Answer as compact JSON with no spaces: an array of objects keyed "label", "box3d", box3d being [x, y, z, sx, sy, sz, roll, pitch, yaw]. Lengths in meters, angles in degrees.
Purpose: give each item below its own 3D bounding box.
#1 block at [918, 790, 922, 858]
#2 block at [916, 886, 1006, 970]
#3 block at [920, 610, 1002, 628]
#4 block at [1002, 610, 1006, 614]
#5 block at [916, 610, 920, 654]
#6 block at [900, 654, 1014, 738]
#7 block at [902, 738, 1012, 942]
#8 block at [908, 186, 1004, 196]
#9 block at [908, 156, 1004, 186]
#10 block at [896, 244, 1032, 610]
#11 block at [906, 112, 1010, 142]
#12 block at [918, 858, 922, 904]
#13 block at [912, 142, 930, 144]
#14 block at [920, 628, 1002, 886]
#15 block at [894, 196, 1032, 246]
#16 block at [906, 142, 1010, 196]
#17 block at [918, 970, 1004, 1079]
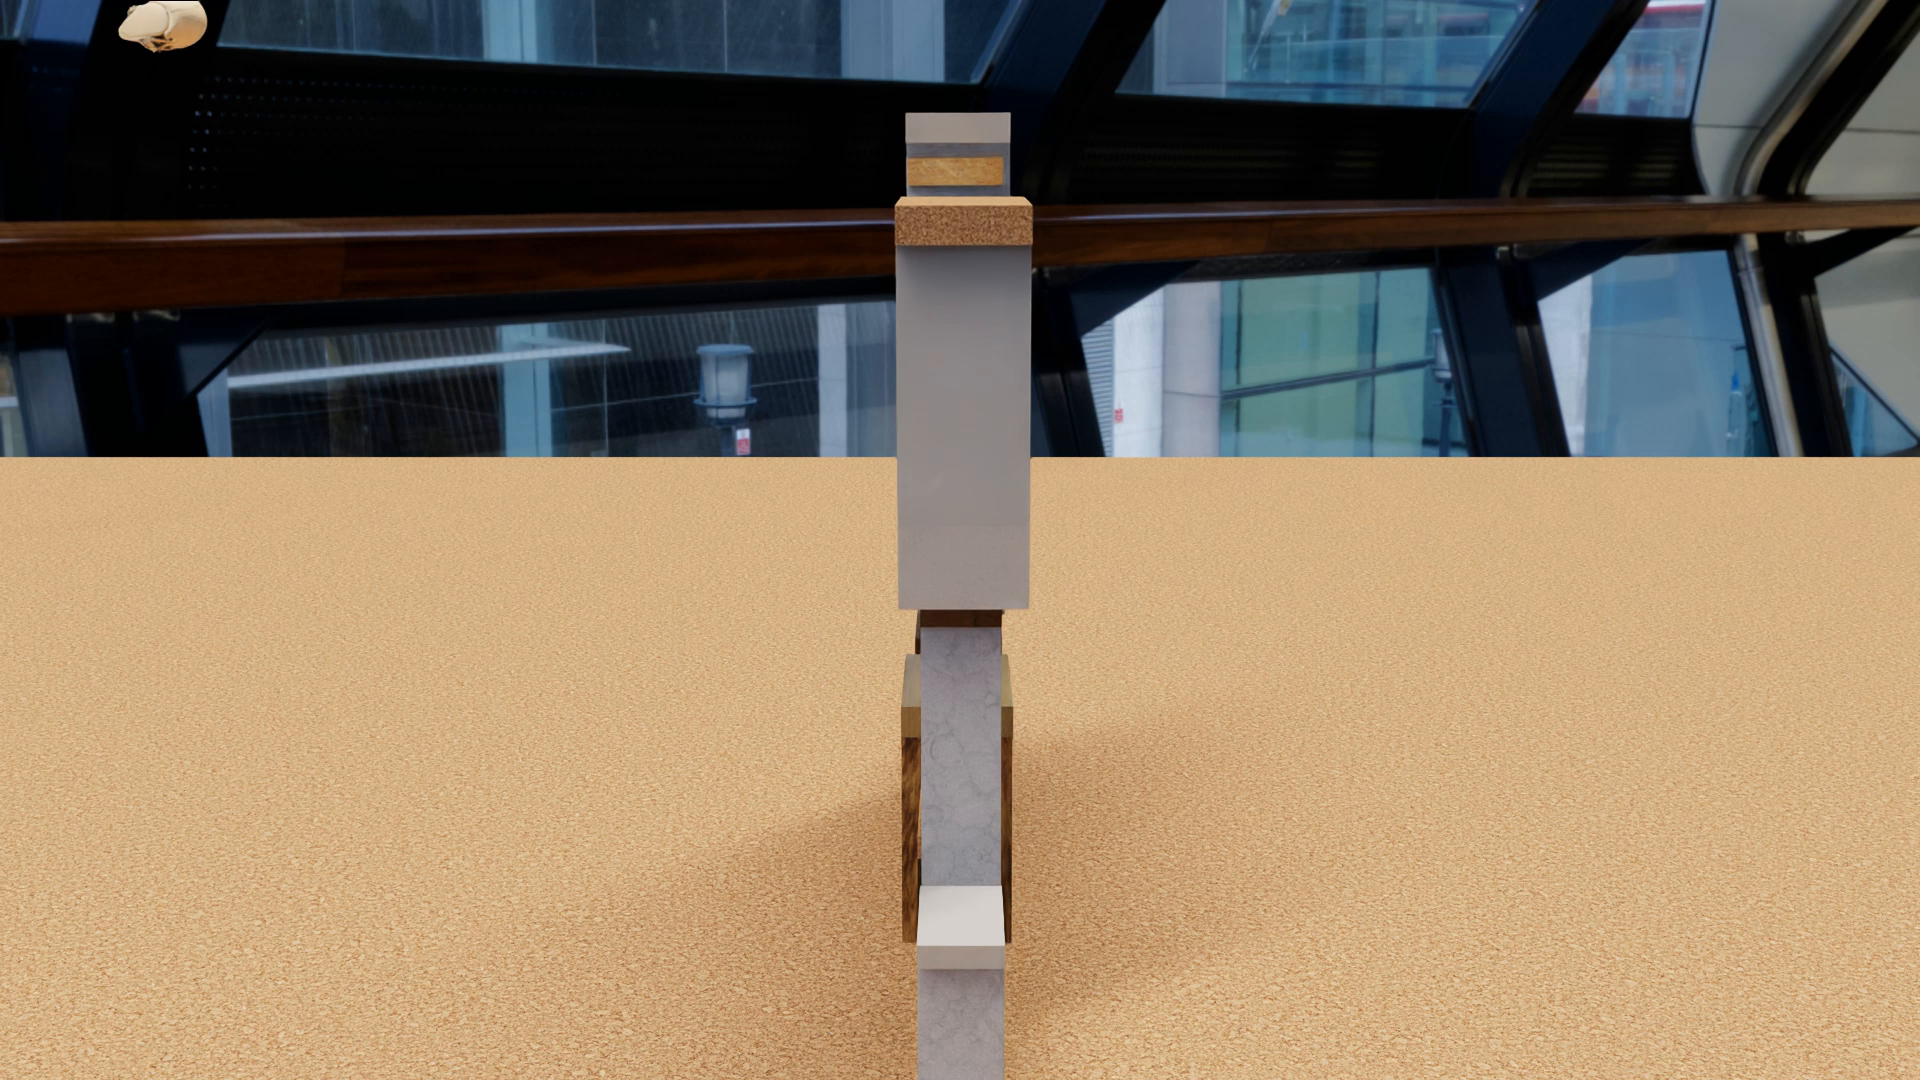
[{"label":"block","box3d":[-0.004,0.418,3.253,0.114,0.032,0.229,0,11,0]},{"label":"block","box3d":[0.001,0.501,2.855,0.110,0.031,0.220,0,11,0]},{"label":"block","box3d":[0.001,0.079,3.049,0.109,0.031,0.219,0,12,0]},{"label":"block","box3d":[0.004,-0.101,4.117,0.162,0.482,0.046,0,11,0]},{"label":"block","box3d":[-0.003,0.169,4.102,0.156,0.044,0.312,0,11,0]},{"label":"block","box3d":[-0.005,0.246,3.516,0.171,0.048,0.342,0,10,0]},{"label":"block","box3d":[-0.005,0.459,3.439,0.171,0.342,0.048,0,11,0]},{"label":"block","box3d":[-0.006,-0.406,3.433,0.146,0.292,0.041,0,10,0]},{"label":"block","box3d":[-0.007,-0.588,3.500,0.146,0.041,0.292,0,10,0]},{"label":"block","box3d":[0.005,-0.148,2.887,0.174,0.481,0.049,0,12,0]},{"label":"block","box3d":[-0.001,-0.712,3.799,0.173,0.049,0.346,0,10,1]},{"label":"block","box3d":[-0.004,0.561,3.201,0.114,0.229,0.032,0,11,0]},{"label":"block","box3d":[0.000,-0.538,3.947,0.173,0.347,0.049,0,11,0]},{"label":"block","box3d":[0.002,0.306,3.022,0.109,0.402,0.031,0,11,0]},{"label":"block","box3d":[0.004,-0.429,2.946,0.174,0.049,0.348,0,11,0]},{"label":"block","box3d":[-0.002,-0.387,3.741,0.173,0.567,0.049,0,10,1]},{"label":"block","box3d":[0.001,0.638,2.805,0.110,0.220,0.031,0,11,0]}]
